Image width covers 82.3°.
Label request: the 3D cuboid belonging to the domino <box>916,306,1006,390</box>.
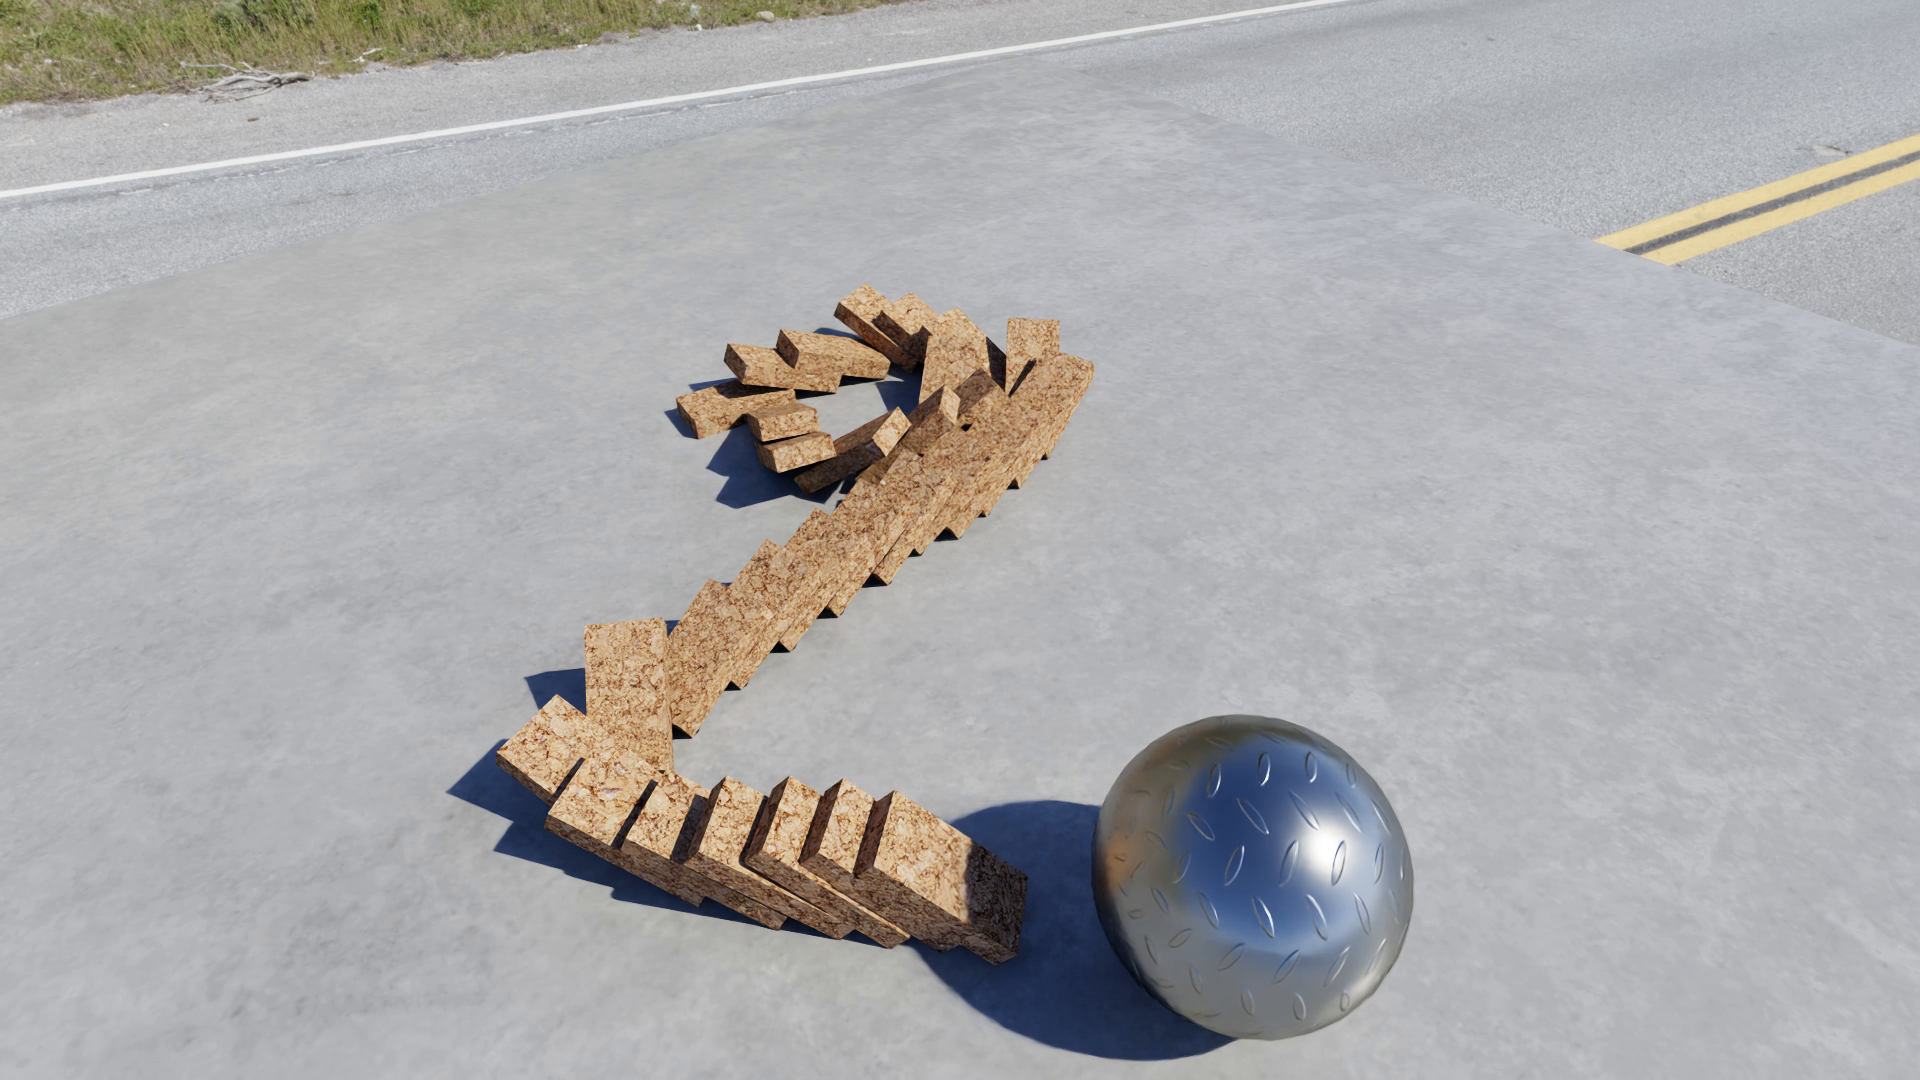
[{"bbox_3d":[0.005,-0.090,0.538,0.025,0.010,0.050,-35,75,-35],"label":"domino"}]

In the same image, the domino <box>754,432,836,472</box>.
[{"bbox_3d":[-0.071,-0.039,0.472,0.025,0.010,0.050,-18,14,-15],"label":"domino"}]

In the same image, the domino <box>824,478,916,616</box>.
[{"bbox_3d":[-0.043,0.002,0.424,0.025,0.009,0.050,28,73,30],"label":"domino"}]

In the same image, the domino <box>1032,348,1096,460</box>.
[{"bbox_3d":[0.040,-0.063,0.504,0.025,0.010,0.050,22,69,22],"label":"domino"}]

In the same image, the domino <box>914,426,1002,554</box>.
[{"bbox_3d":[-0.009,-0.021,0.448,0.025,0.010,0.050,38,82,30],"label":"domino"}]

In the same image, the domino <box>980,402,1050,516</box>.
[{"bbox_3d":[0.014,-0.036,0.472,0.025,0.010,0.050,26,70,28],"label":"domino"}]

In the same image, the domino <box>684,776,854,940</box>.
[{"bbox_3d":[-0.050,0.090,0.311,0.050,0.010,0.025,32,39,-17],"label":"domino"}]

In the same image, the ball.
[{"bbox_3d":[0.074,0.085,0.284,0.080,0.080,0.080,0,39,0],"label":"ball"}]

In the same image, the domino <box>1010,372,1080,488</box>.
[{"bbox_3d":[0.029,-0.049,0.487,0.025,0.009,0.050,26,70,27],"label":"domino"}]

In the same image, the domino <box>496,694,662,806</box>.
[{"bbox_3d":[-0.113,0.073,0.337,0.050,0.010,0.025,37,50,3],"label":"domino"}]

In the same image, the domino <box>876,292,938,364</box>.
[{"bbox_3d":[-0.015,-0.101,0.550,0.050,0.010,0.025,42,49,8],"label":"domino"}]

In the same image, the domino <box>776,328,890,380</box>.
[{"bbox_3d":[-0.062,-0.091,0.541,0.050,0.010,0.025,1,33,-35],"label":"domino"}]

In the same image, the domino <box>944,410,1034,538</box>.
[{"bbox_3d":[0.005,-0.027,0.457,0.025,0.010,0.050,35,80,30],"label":"domino"}]

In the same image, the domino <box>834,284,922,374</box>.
[{"bbox_3d":[-0.036,-0.107,0.558,0.050,0.010,0.025,38,46,5],"label":"domino"}]

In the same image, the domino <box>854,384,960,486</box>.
[{"bbox_3d":[-0.022,-0.043,0.469,0.050,0.009,0.025,-37,23,25],"label":"domino"}]

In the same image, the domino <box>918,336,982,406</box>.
[{"bbox_3d":[-0.005,-0.071,0.513,0.025,0.010,0.050,5,66,6],"label":"domino"}]

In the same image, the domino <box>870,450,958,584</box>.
[{"bbox_3d":[-0.025,-0.010,0.437,0.025,0.010,0.050,28,76,30],"label":"domino"}]

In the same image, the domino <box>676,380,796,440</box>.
[{"bbox_3d":[-0.106,-0.065,0.523,0.050,0.010,0.025,-22,44,-25],"label":"domino"}]

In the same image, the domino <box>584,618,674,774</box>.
[{"bbox_3d":[-0.108,0.052,0.360,0.025,0.010,0.050,-6,72,-7],"label":"domino"}]

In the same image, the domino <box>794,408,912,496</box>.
[{"bbox_3d":[-0.046,-0.037,0.466,0.050,0.009,0.025,-22,24,38],"label":"domino"}]

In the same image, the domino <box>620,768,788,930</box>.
[{"bbox_3d":[-0.069,0.089,0.319,0.050,0.010,0.025,28,41,-5],"label":"domino"}]

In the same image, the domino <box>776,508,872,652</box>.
[{"bbox_3d":[-0.059,0.014,0.410,0.025,0.009,0.050,27,71,29],"label":"domino"}]

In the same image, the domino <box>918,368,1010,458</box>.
[{"bbox_3d":[-0.003,-0.052,0.483,0.050,0.009,0.025,-41,31,5],"label":"domino"}]

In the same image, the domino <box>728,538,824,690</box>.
[{"bbox_3d":[-0.074,0.026,0.396,0.025,0.010,0.050,26,70,28],"label":"domino"}]

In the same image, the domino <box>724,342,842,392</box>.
[{"bbox_3d":[-0.085,-0.083,0.530,0.050,0.010,0.025,0,32,-36],"label":"domino"}]

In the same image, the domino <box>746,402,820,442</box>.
[{"bbox_3d":[-0.080,-0.053,0.491,0.025,0.009,0.050,-12,13,-15],"label":"domino"}]

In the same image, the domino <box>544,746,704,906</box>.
[{"bbox_3d":[-0.093,0.084,0.324,0.050,0.009,0.025,29,43,-4],"label":"domino"}]

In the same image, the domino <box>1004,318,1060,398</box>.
[{"bbox_3d":[0.034,-0.082,0.525,0.025,0.010,0.050,3,67,1],"label":"domino"}]

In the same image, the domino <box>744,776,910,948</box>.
[{"bbox_3d":[-0.034,0.091,0.309,0.050,0.010,0.025,37,37,-17],"label":"domino"}]

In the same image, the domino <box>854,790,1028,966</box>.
[{"bbox_3d":[-0.004,0.094,0.306,0.050,0.010,0.025,37,37,-17],"label":"domino"}]

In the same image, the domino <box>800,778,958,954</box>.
[{"bbox_3d":[-0.019,0.091,0.308,0.050,0.009,0.025,37,37,-17],"label":"domino"}]

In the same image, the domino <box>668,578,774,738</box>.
[{"bbox_3d":[-0.089,0.040,0.380,0.025,0.009,0.050,21,67,24],"label":"domino"}]
